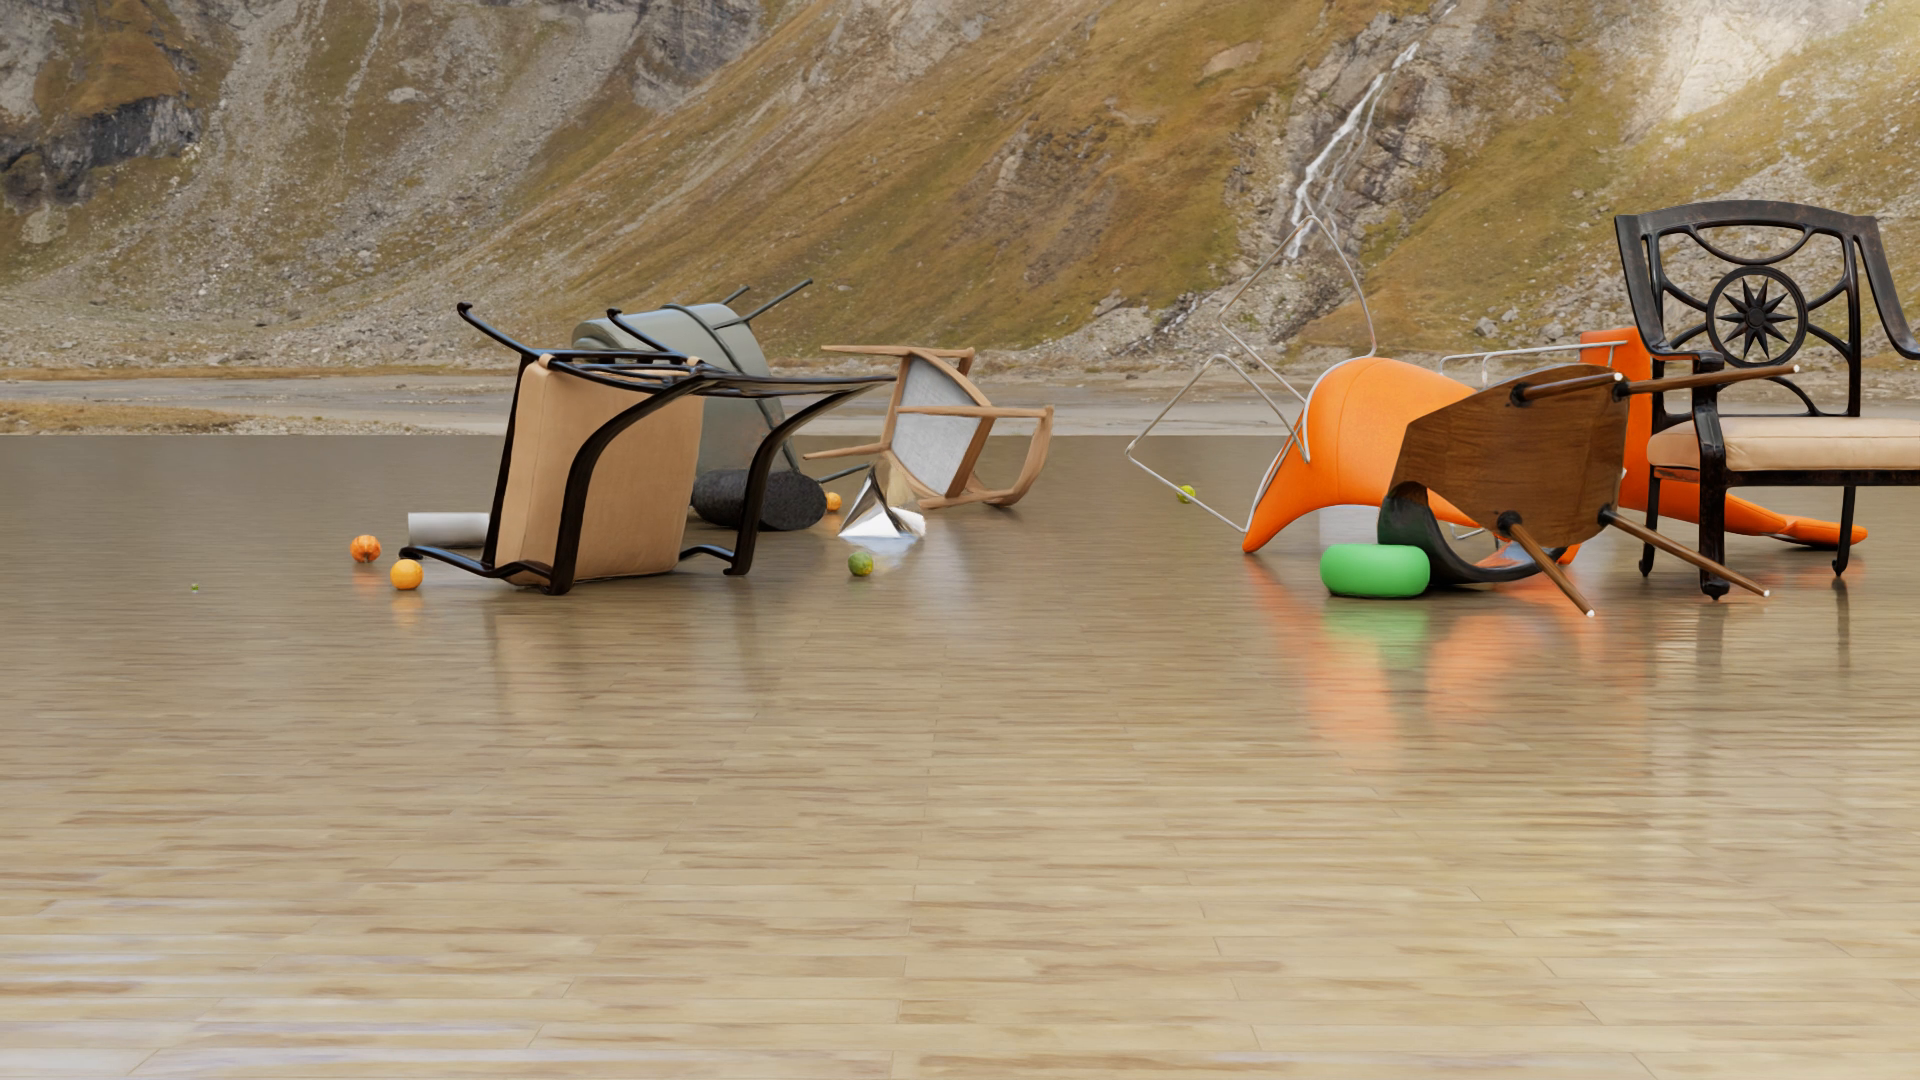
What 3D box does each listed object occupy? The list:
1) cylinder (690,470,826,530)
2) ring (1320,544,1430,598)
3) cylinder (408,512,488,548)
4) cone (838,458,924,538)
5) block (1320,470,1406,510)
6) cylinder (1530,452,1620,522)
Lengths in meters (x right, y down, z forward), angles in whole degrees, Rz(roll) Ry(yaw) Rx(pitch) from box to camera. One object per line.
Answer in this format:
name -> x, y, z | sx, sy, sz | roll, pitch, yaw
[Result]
cylinder -> -0.649, -0.131, 7.078 | 0.304, 0.186, 0.320 | 4, -1, 44
ring -> 0.903, 0.066, 4.790 | 0.220, 0.109, 0.282 | 1, 1, -20
cylinder -> -1.443, -0.027, 6.202 | 0.219, 0.109, 0.085 | -1, 44, -15
cone -> -0.280, -0.072, 6.705 | 0.234, 0.267, 0.312 | -31, 27, 15
block -> 1.532, -0.194, 8.366 | 0.245, 0.139, 0.235 | 3, 5, 34
cylinder -> 2.107, -0.184, 7.540 | 0.278, 0.228, 0.141 | -10, 3, 3
